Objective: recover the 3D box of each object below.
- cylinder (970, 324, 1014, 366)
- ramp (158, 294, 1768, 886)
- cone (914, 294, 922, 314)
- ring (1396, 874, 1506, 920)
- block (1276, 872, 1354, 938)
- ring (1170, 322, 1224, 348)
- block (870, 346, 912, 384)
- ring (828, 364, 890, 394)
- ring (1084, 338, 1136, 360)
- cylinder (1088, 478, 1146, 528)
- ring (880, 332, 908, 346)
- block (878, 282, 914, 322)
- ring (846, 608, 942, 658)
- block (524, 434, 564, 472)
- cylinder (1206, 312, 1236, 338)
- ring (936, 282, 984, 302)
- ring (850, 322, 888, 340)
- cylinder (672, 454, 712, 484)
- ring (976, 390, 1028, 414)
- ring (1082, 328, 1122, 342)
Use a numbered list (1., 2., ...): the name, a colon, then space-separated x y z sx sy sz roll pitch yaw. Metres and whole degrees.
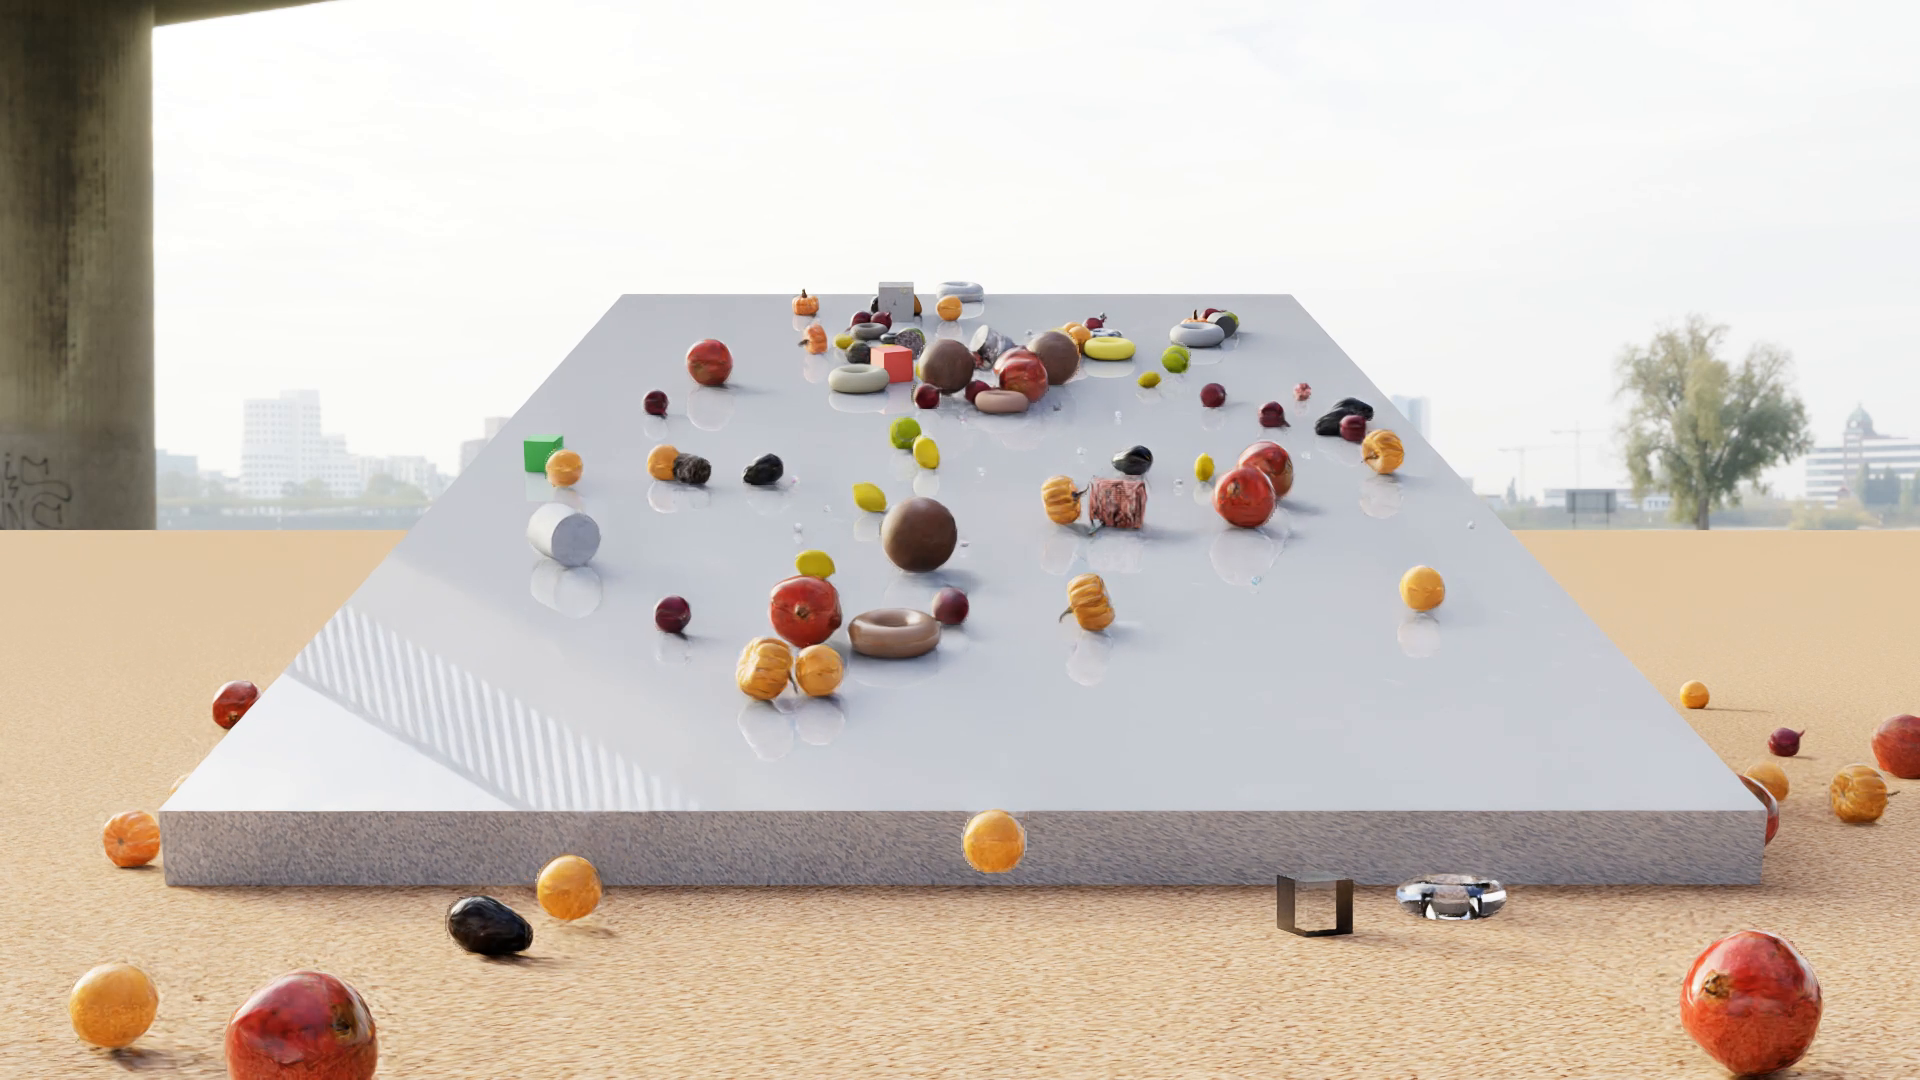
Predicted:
1. cylinder: 0.079 -0.485 5.486 0.077 0.077 0.077 27 -12 -25
2. ramp: -0.002 -0.152 4.673 2.000 0.100 4.000 0 16 0
3. cone: -0.171 -0.655 6.214 0.091 0.091 0.091 -35 13 -18
4. ring: 0.570 0.414 2.556 0.124 0.041 0.124 -1 -1 0
5. block: 0.394 0.404 2.446 0.061 0.061 0.061 0 0 -23
6. ring: 0.624 -0.540 5.791 0.144 0.048 0.144 -1 17 0
7. block: -0.165 -0.425 5.323 0.075 0.075 0.075 -8 17 -25
8. ring: -0.240 -0.382 5.221 0.146 0.049 0.146 -1 17 0
9. ring: 0.382 -0.487 5.609 0.132 0.044 0.132 1 15 0
10. cylinder: 0.288 -0.068 4.022 0.086 0.086 0.086 5 2 18
11. ring: -0.172 -0.530 5.795 0.077 0.026 0.077 0 14 0
12. block: -0.178 -0.664 6.138 0.099 0.099 0.099 0 16 -1
13. ring: -0.101 0.141 3.344 0.144 0.048 0.144 0 15 0
14. block: -0.842 -0.176 4.452 0.063 0.063 0.063 2 16 7
15. cylinder: 0.699 -0.575 5.893 0.061 0.061 0.061 0 15 -14
16. ring: 0.000 -0.730 6.470 0.145 0.048 0.145 1 16 0
17. ring: -0.242 -0.556 5.873 0.101 0.034 0.101 0 17 0
18. cylinder: -0.529 -0.140 4.336 0.054 0.054 0.054 -3 -2 45
19. ring: 0.095 -0.313 4.986 0.122 0.041 0.122 2 12 -1
20. ring: 0.375 -0.533 5.790 0.108 0.036 0.108 0 14 0
